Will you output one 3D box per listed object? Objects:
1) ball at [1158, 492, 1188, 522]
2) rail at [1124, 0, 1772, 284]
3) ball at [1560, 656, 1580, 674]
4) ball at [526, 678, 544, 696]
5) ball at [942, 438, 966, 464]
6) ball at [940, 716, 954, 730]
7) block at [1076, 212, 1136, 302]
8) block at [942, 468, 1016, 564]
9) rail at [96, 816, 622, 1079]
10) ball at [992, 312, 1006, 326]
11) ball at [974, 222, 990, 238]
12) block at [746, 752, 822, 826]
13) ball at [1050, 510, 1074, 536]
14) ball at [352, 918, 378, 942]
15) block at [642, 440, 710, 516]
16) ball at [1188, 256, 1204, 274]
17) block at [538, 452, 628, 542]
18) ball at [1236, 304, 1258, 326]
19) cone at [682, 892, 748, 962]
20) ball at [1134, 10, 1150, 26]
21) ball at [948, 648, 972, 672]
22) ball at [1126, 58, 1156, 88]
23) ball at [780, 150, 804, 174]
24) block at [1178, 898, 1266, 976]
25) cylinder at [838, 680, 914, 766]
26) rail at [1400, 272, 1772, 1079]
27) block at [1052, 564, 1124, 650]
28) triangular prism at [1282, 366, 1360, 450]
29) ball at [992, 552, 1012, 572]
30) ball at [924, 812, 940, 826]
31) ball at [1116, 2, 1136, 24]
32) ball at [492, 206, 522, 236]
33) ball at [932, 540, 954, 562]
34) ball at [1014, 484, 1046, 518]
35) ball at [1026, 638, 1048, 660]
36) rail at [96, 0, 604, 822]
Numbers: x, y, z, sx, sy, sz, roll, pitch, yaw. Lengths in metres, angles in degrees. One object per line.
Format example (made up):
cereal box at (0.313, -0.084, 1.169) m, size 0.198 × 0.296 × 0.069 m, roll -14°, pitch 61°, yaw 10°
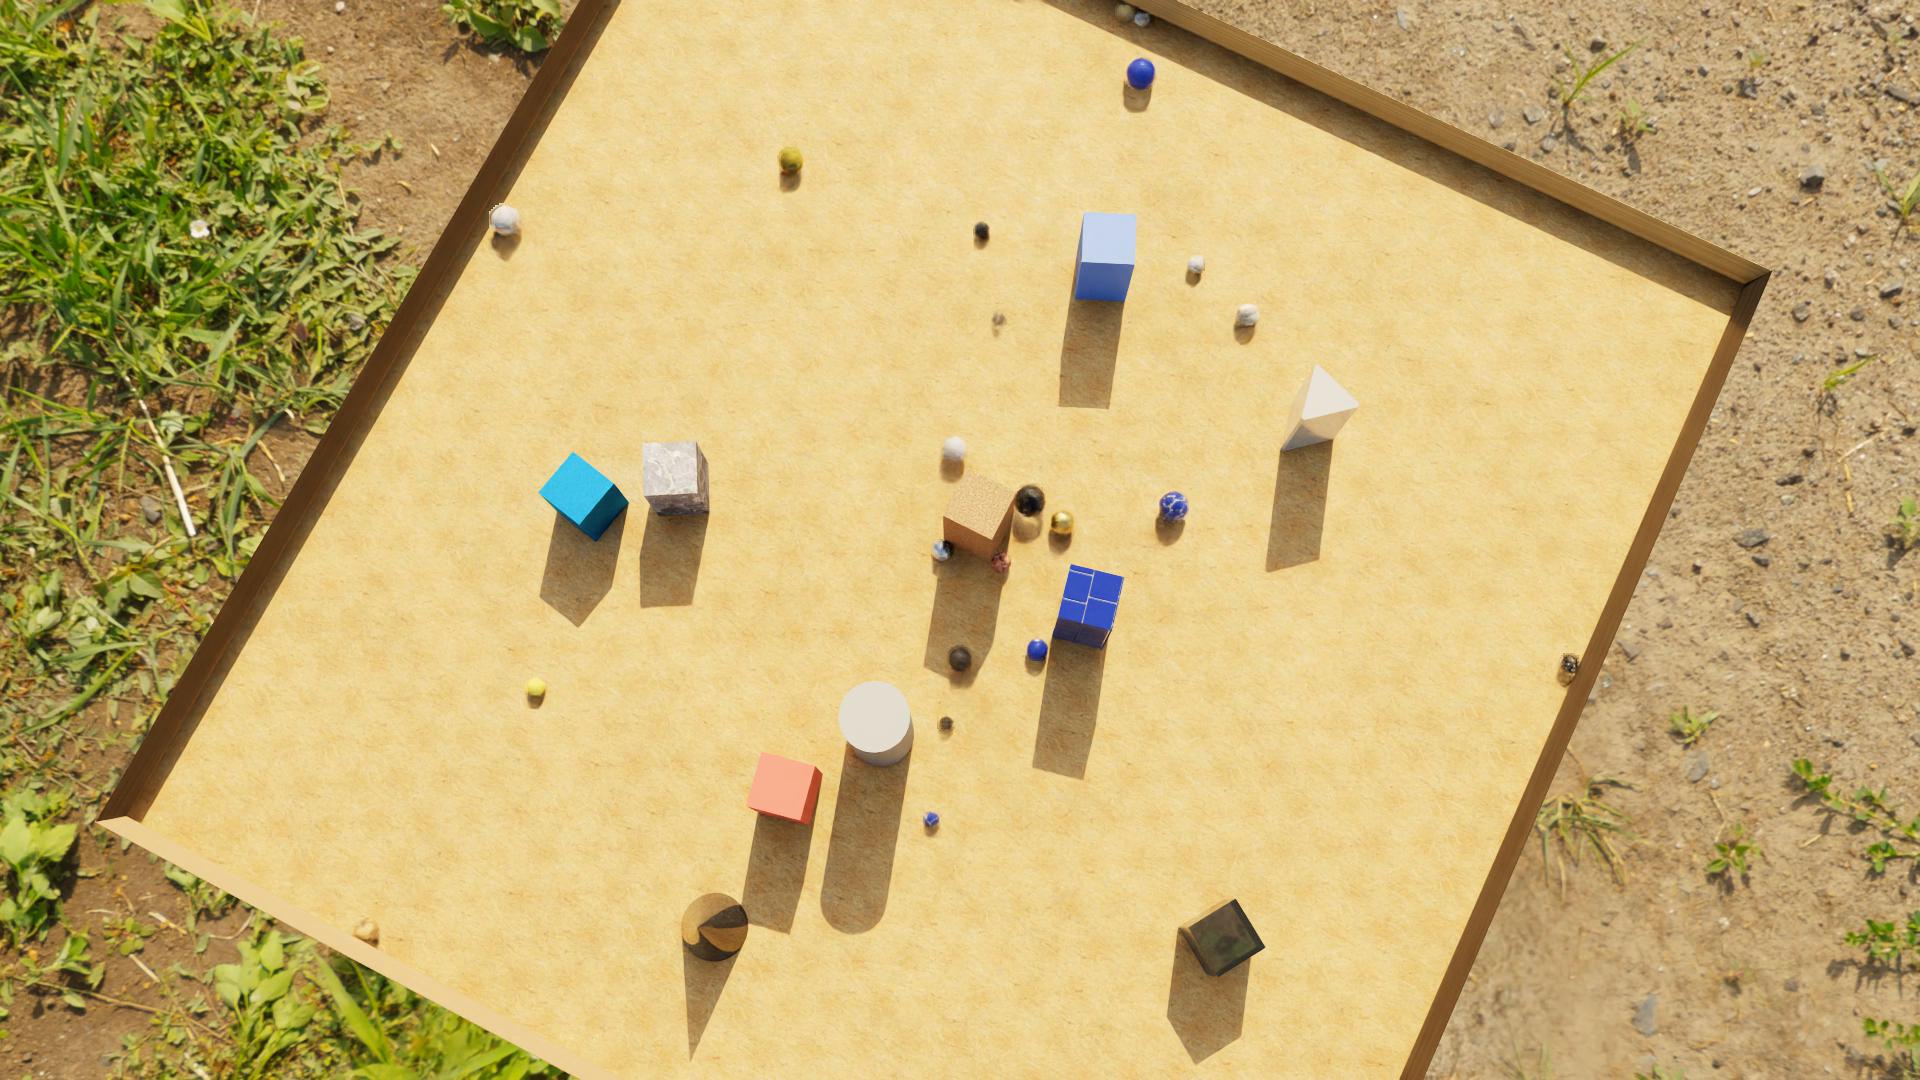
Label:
ball at (0.651, -0.102, 5.591) m, size 0.091 × 0.091 × 0.091 m, roll 0°, pitch 78°, yaw 0°
rail at (0.828, -1.616, 5.884) m, size 3.736 × 0.128 × 0.045 m, roll 26°, pitch 80°, yaw 5°
ball at (1.834, 0.374, 5.511) m, size 0.055 × 0.055 × 0.055 m, roll 0°, pitch 78°, yaw 0°
ball at (-1.273, 0.440, 5.498) m, size 0.054 × 0.054 × 0.054 m, roll 0°, pitch 78°, yaw 0°
ball at (-0.018, -0.275, 5.634) m, size 0.078 × 0.078 × 0.078 m, roll 0°, pitch 78°, yaw 0°
ball at (-0.041, 0.548, 5.482) m, size 0.041 × 0.041 × 0.041 m, roll 0°, pitch 78°, yaw 0°
block at (0.445, -0.866, 5.626) m, size 0.158 × 0.333 × 0.158 m, roll 3°, pitch 78°, yaw 1°
block at (0.056, -0.067, 5.443) m, size 0.158 × 0.367 × 0.158 m, roll 26°, pitch 80°, yaw 5°
rail at (-0.828, 1.629, 5.213) m, size 3.736 × 0.128 × 0.045 m, roll 26°, pitch 80°, yaw 5°
ball at (0.121, -0.692, 5.738) m, size 0.043 × 0.043 × 0.043 m, roll 0°, pitch 78°, yaw 0°
ball at (0.071, -0.981, 5.794) m, size 0.050 × 0.050 × 0.050 m, roll 0°, pitch 78°, yaw 0°
block at (-0.506, 0.724, 5.313) m, size 0.158 × 0.301 × 0.158 m, roll 14°, pitch 79°, yaw 3°
ball at (0.312, -0.052, 5.589) m, size 0.075 × 0.075 × 0.075 m, roll 0°, pitch 78°, yaw 0°
ball at (-1.734, 1.139, 5.344) m, size 0.072 × 0.072 × 0.072 m, roll 0°, pitch 78°, yaw 0°
block at (-0.852, -0.183, 5.515) m, size 0.158 × 0.273 × 0.158 m, roll -3°, pitch 78°, yaw -1°
ball at (0.742, -0.866, 5.769) m, size 0.053 × 0.053 × 0.053 m, roll 0°, pitch 78°, yaw 0°
block at (-1.129, -0.128, 5.514) m, size 0.158 × 0.254 × 0.158 m, roll 37°, pitch 81°, yaw 7°
ball at (0.898, -0.703, 5.726) m, size 0.070 × 0.070 × 0.070 m, roll 0°, pitch 78°, yaw 0°
cone at (-0.720, 1.099, 5.202) m, size 0.197 × 0.366 × 0.197 m, roll 0°, pitch 78°, yaw 0°
ball at (0.591, -1.690, 5.941) m, size 0.050 × 0.050 × 0.050 m, roll 0°, pitch 78°, yaw 0°
ball at (0.001, 0.360, 5.506) m, size 0.070 × 0.070 × 0.070 m, roll 0°, pitch 78°, yaw 0°
ball at (0.579, -1.497, 5.878) m, size 0.096 × 0.096 × 0.096 m, roll 0°, pitch 78°, yaw 0°
ball at (-0.536, -1.202, 5.827) m, size 0.076 × 0.076 × 0.076 m, roll 0°, pitch 78°, yaw 0°
block at (0.749, 1.139, 5.257) m, size 0.158 × 0.243 × 0.158 m, roll -30°, pitch 80°, yaw -6°
cylinder at (-0.236, 0.533, 5.268) m, size 0.197 × 0.466 × 0.197 m, roll 0°, pitch 78°, yaw 0°
rail at (1.649, 0.814, 5.381) m, size 0.045 × 0.128 × 3.752 m, roll 26°, pitch 80°, yaw 5°
block at (0.373, 0.200, 5.384) m, size 0.158 × 0.374 × 0.158 m, roll 14°, pitch 79°, yaw 3°
triangular prism at (1.059, -0.405, 5.515) m, size 0.171 × 0.364 × 0.148 m, roll -14°, pitch 79°, yaw -3°
ball at (0.126, 0.066, 5.572) m, size 0.060 × 0.060 × 0.060 m, roll 0°, pitch 78°, yaw 0°
ball at (-0.082, 0.825, 5.423) m, size 0.045 × 0.045 × 0.045 m, roll 0°, pitch 78°, yaw 0°
ball at (0.538, -1.708, 5.938) m, size 0.063 × 0.063 × 0.063 m, roll 0°, pitch 78°, yaw 0°
ball at (-1.431, -1.008, 5.779) m, size 0.092 × 0.092 × 0.092 m, roll 0°, pitch 78°, yaw 0°
ball at (-0.052, 0.032, 5.577) m, size 0.065 × 0.065 × 0.065 m, roll 0°, pitch 78°, yaw 0°
ball at (0.214, -0.119, 5.591) m, size 0.099 × 0.099 × 0.099 m, roll 0°, pitch 78°, yaw 0°
ball at (0.233, 0.328, 5.515) m, size 0.066 × 0.066 × 0.066 m, roll 0°, pitch 78°, yaw 0°
rail at (-1.649, -0.801, 5.716) m, size 0.045 × 0.128 × 3.752 m, roll 26°, pitch 80°, yaw 5°
